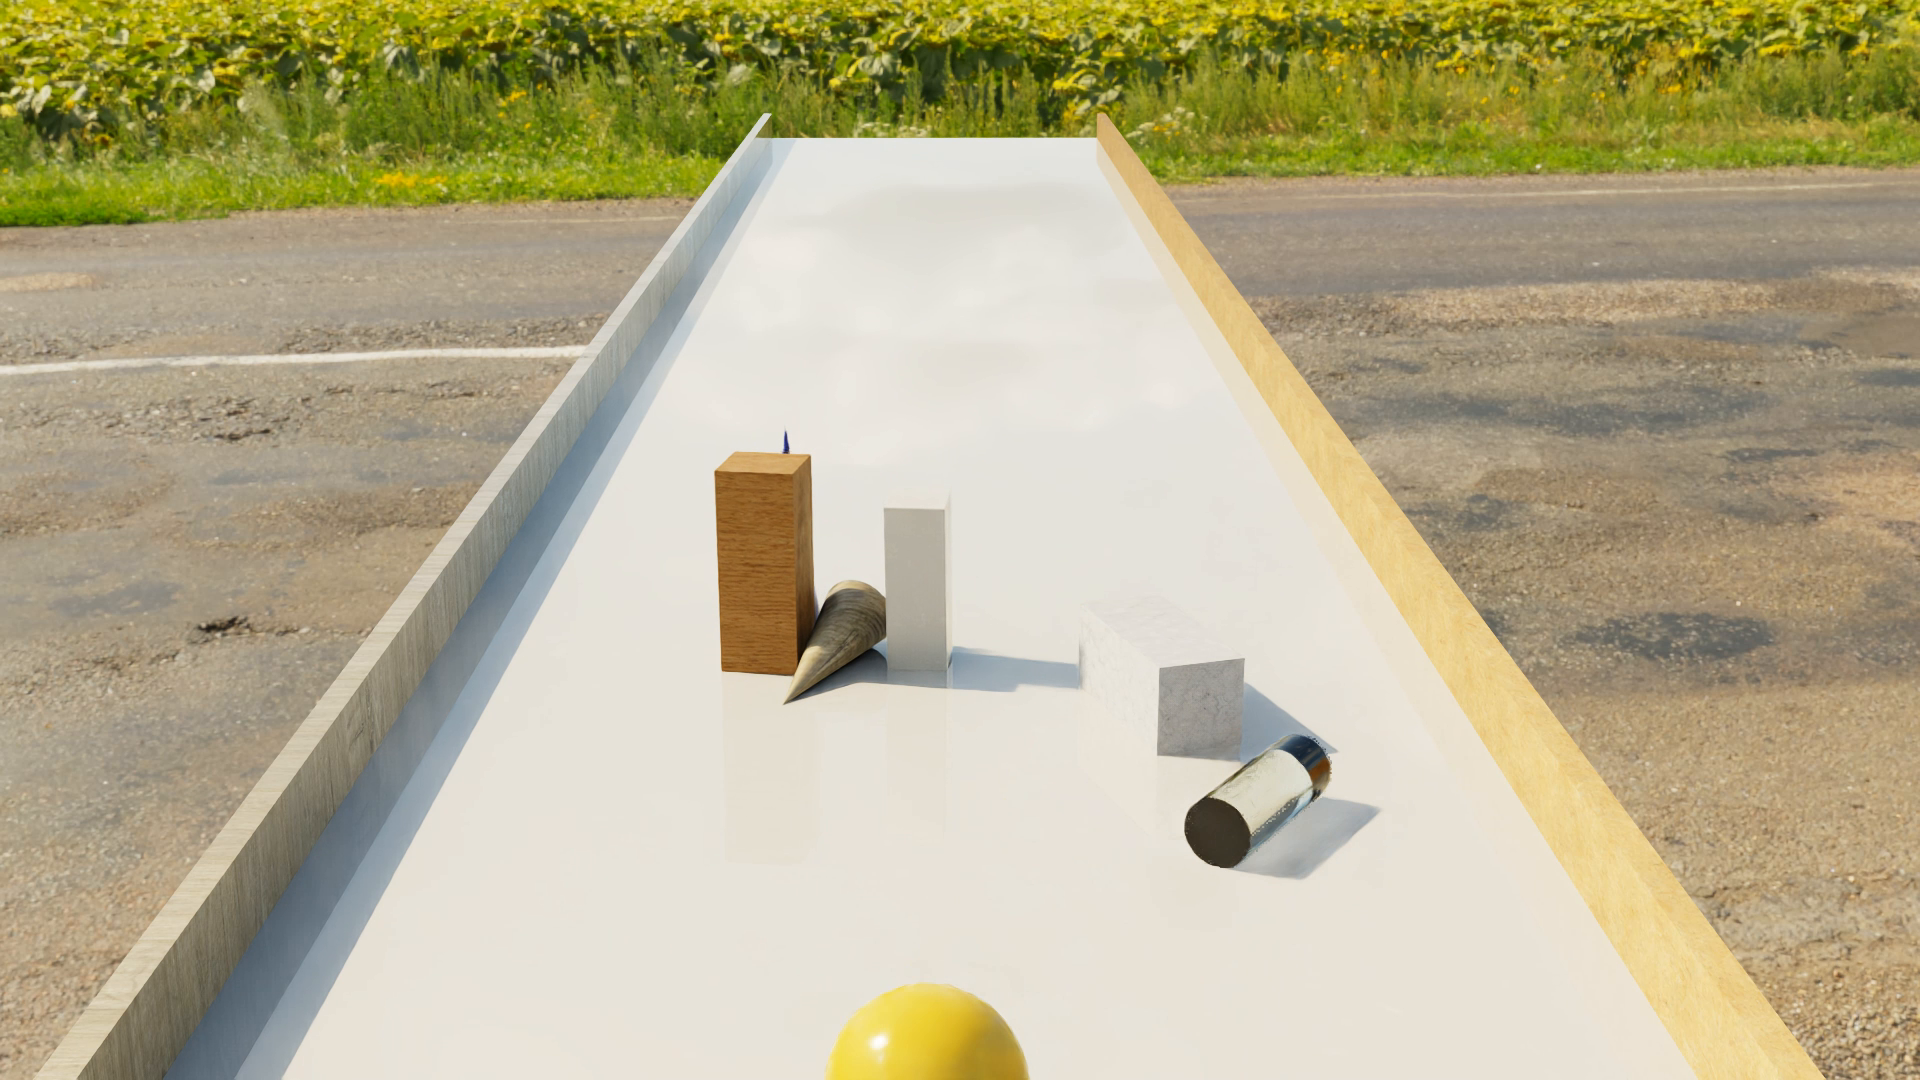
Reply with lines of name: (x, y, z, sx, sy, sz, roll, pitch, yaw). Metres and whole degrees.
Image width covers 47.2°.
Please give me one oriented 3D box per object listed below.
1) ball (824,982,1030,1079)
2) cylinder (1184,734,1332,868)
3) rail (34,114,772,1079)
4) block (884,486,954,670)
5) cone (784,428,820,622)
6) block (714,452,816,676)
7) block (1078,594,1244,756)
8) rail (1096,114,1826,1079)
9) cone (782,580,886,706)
ball: (-0.039, 0.650, 2.609, 0.246, 0.246, 0.246, 0, 17, 0)
cylinder: (0.490, 0.424, 3.599, 0.116, 0.116, 0.319, 10, 19, 31)
rail: (-1.118, -0.838, 7.780, 0.050, 0.150, 12.000, 0, 17, -1)
block: (-0.081, 0.076, 4.350, 0.119, 0.344, 0.119, 2, 22, 5)
cone: (-0.345, -0.016, 4.487, 0.116, 0.446, 0.116, -2, 14, 0)
block: (-0.384, 0.045, 4.355, 0.155, 0.410, 0.155, 3, 17, 9)
block: (0.370, 0.246, 4.107, 0.166, 0.166, 0.384, -5, 17, -18)
rail: (0.932, -0.844, 7.801, 0.050, 0.150, 12.000, 0, 17, -1)
cone: (-0.272, 0.231, 4.321, 0.150, 0.150, 0.370, 6, 29, 20)
